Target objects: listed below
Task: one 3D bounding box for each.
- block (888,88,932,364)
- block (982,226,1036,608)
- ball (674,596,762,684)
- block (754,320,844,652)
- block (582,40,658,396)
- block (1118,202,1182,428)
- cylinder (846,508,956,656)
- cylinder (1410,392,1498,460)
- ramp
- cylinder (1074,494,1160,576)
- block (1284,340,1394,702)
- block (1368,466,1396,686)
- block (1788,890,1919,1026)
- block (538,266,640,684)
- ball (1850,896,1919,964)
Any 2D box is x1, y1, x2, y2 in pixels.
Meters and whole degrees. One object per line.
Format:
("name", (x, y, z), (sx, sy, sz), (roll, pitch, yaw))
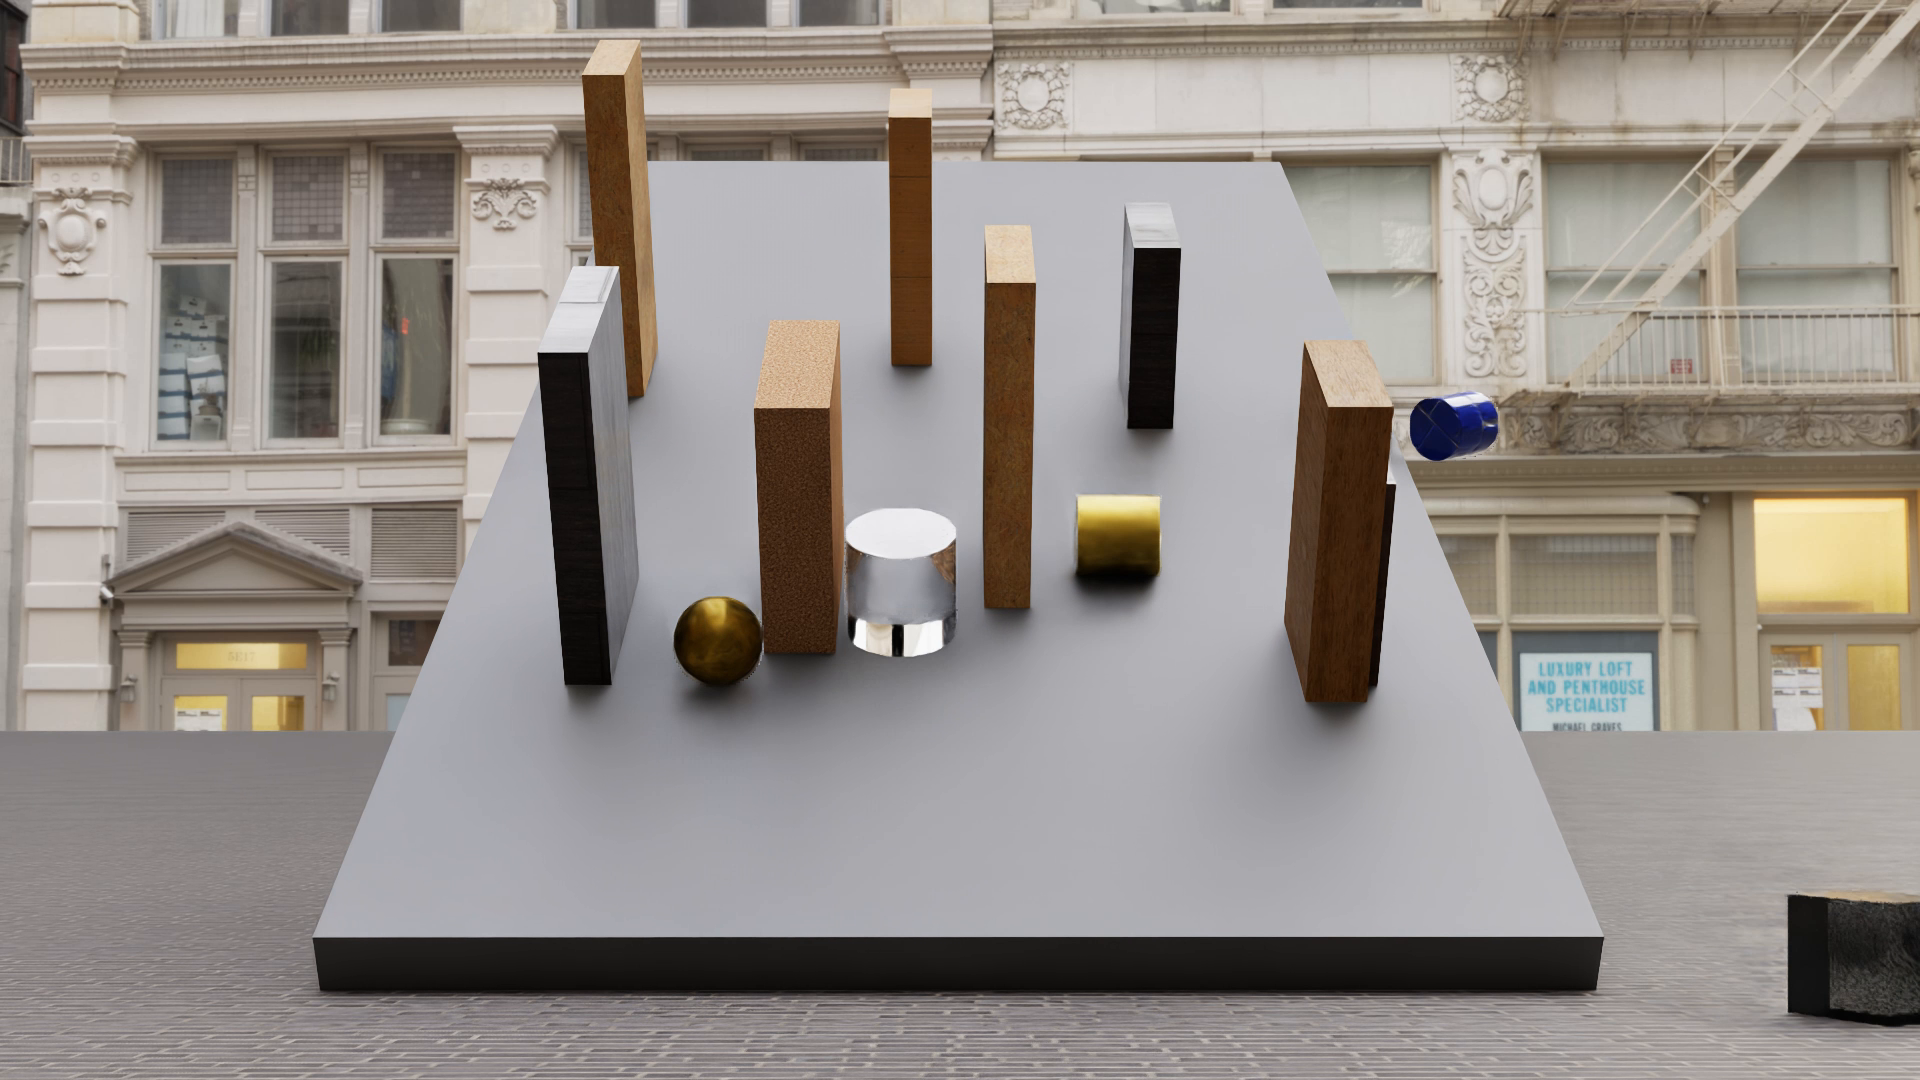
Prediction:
("block", (-0.118, -0.759, 5.731), (0.100, 0.619, 0.243), (0, 26, 0))
("block", (0.093, -0.241, 4.623), (0.090, 0.676, 0.324), (0, 26, 0))
("ball", (-0.444, 0.184, 4.338), (0.163, 0.163, 0.163), (0, -4, 0))
("block", (-0.304, -0.109, 4.550), (0.136, 0.502, 0.439), (0, 26, 0))
("block", (-0.793, -0.753, 5.543), (0.094, 0.772, 0.304), (0, 26, 0))
("block", (0.436, -0.521, 5.460), (0.105, 0.436, 0.316), (0, 26, 0))
("cylinder", (-0.112, 0.079, 4.496), (0.210, 0.210, 0.210), (0, 27, 0))
("cylinder", (1.113, -0.258, 5.321), (0.141, 0.141, 0.141), (-11, 4, -40))
("ramp", (-0.010, -0.228, 5.470), (2.000, 0.100, 4.000), (0, 26, 0))
("cylinder", (0.315, -0.011, 4.736), (0.163, 0.163, 0.163), (0, -4, 0))
("block", (0.686, -0.035, 4.314), (0.112, 0.584, 0.310), (0, 26, 0))
("block", (0.730, 0.022, 4.394), (0.082, 0.410, 0.279), (0, 26, 0))
("block", (1.304, 0.592, 3.362), (0.168, 0.168, 0.168), (3, -4, -33))
("block", (-0.686, -0.124, 4.402), (0.087, 0.659, 0.435), (0, 26, 0))
("ball", (1.615, 0.679, 4.116), (0.116, 0.116, 0.116), (0, -4, 0))
